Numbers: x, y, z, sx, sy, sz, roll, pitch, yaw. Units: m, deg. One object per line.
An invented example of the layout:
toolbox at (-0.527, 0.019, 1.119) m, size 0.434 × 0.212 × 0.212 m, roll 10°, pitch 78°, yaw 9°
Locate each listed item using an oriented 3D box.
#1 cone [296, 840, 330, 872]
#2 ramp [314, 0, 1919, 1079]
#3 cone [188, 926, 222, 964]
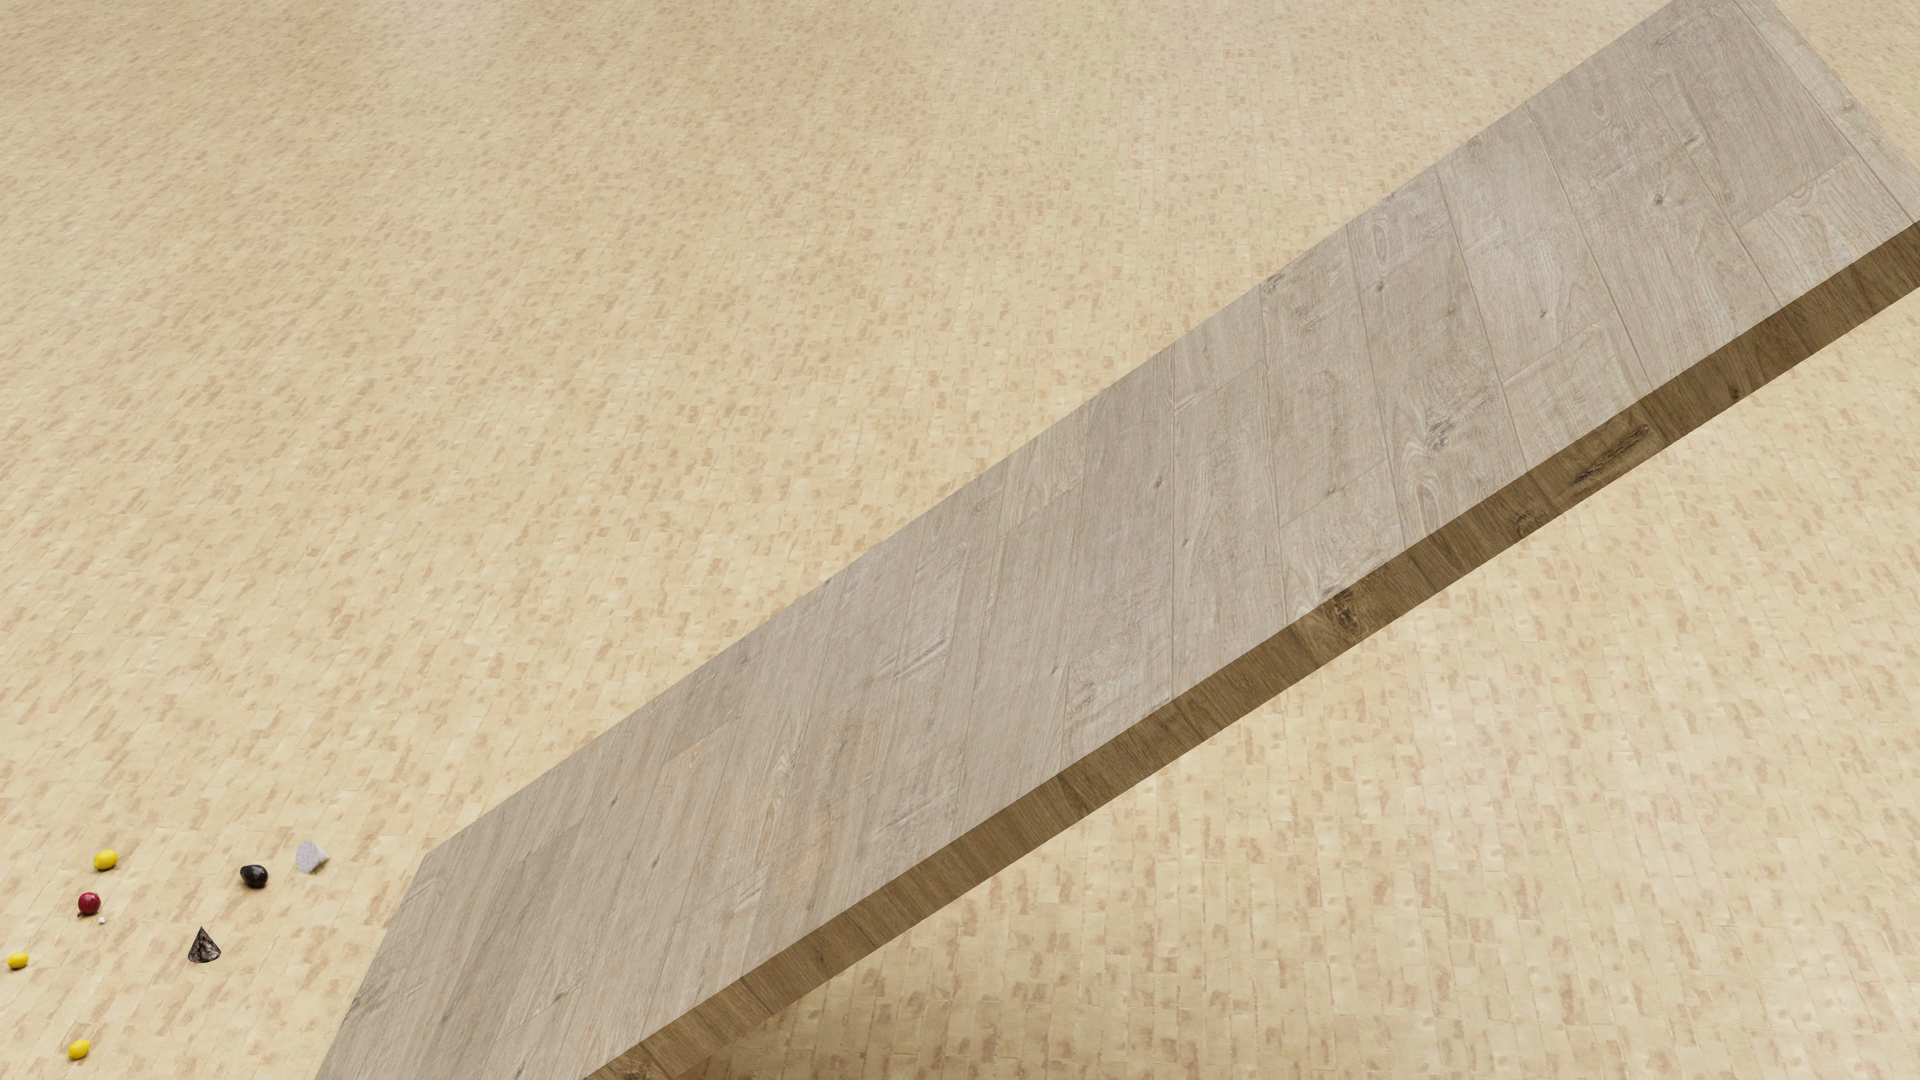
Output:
cone at (-1.724, 0.853, 7.911) m, size 0.087 × 0.087 × 0.087 m, roll 18°, pitch 2°, yaw 37°
ramp at (0.129, 0.179, 6.322) m, size 4.000 × 0.100 × 2.000 m, roll -34°, pitch 16°, yaw 16°
cone at (-1.921, 1.015, 7.462) m, size 0.084 × 0.084 × 0.084 m, roll 0°, pitch 23°, yaw 0°
